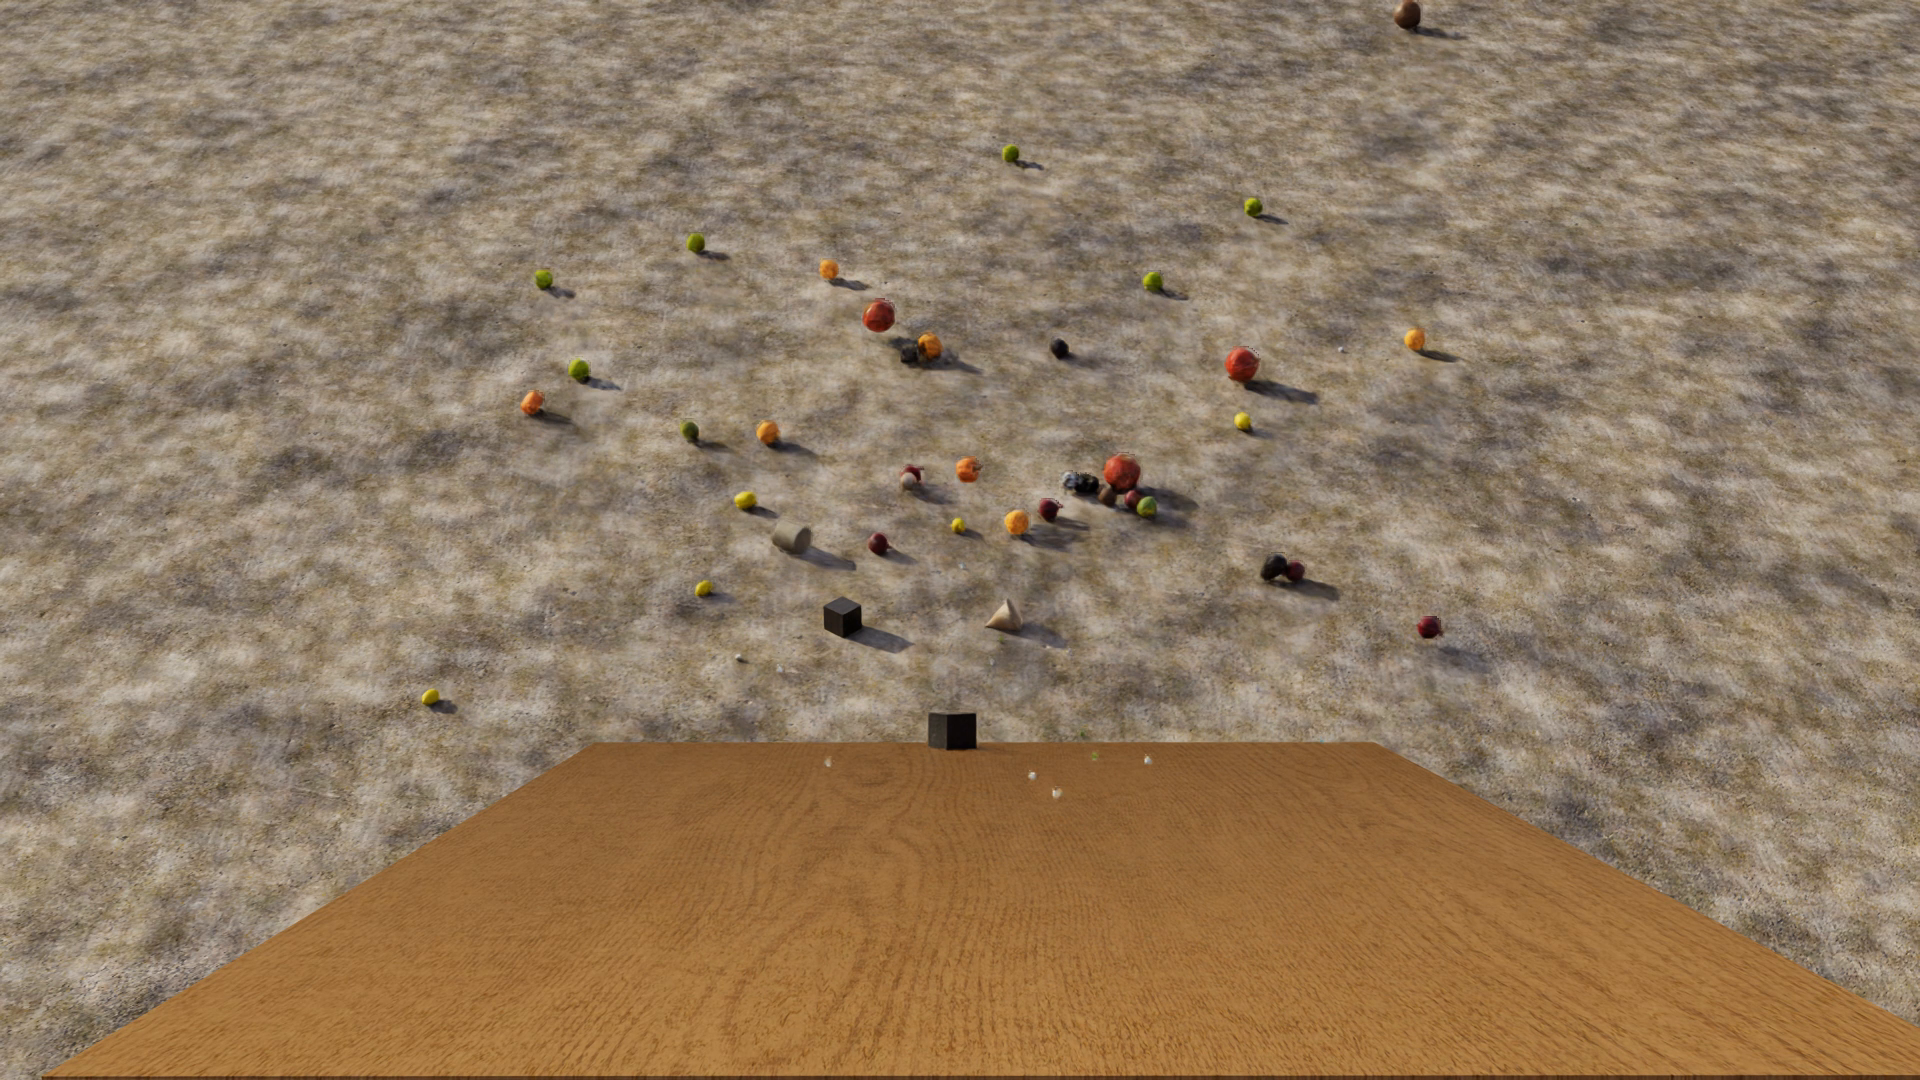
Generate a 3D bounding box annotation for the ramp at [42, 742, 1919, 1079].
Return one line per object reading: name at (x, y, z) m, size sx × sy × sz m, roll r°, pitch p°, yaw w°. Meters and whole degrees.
ramp at (0.065, 0.582, 4.628) m, size 2.000 × 0.100 × 4.000 m, roll 0°, pitch 0°, yaw 0°

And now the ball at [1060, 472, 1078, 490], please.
ball at (0.335, -0.180, 7.995) m, size 0.055 × 0.055 × 0.055 m, roll 0°, pitch 29°, yaw 0°

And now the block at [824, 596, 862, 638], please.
block at (-0.330, 0.217, 7.278) m, size 0.075 × 0.075 × 0.075 m, roll 24°, pitch 37°, yaw 36°

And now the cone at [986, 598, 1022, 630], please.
cone at (0.111, 0.227, 7.294) m, size 0.095 × 0.095 × 0.095 m, roll -23°, pitch 25°, yaw 14°

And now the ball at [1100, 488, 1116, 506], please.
ball at (0.454, -0.132, 7.931) m, size 0.055 × 0.055 × 0.055 m, roll 0°, pitch 29°, yaw 0°

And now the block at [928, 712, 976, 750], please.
block at (-0.019, 0.476, 6.475) m, size 0.086 × 0.086 × 0.086 m, roll 0°, pitch 0°, yaw -33°

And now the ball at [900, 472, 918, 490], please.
ball at (-0.158, -0.180, 7.999) m, size 0.056 × 0.056 × 0.056 m, roll 0°, pitch 29°, yaw 0°

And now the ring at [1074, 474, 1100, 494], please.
ring at (0.389, -0.174, 8.034) m, size 0.087 × 0.029 × 0.087 m, roll -1°, pitch 31°, yaw 1°

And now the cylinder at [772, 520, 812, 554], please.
cylinder at (-0.499, -0.007, 7.678) m, size 0.081 × 0.081 × 0.081 m, roll 19°, pitch 34°, yaw 31°
